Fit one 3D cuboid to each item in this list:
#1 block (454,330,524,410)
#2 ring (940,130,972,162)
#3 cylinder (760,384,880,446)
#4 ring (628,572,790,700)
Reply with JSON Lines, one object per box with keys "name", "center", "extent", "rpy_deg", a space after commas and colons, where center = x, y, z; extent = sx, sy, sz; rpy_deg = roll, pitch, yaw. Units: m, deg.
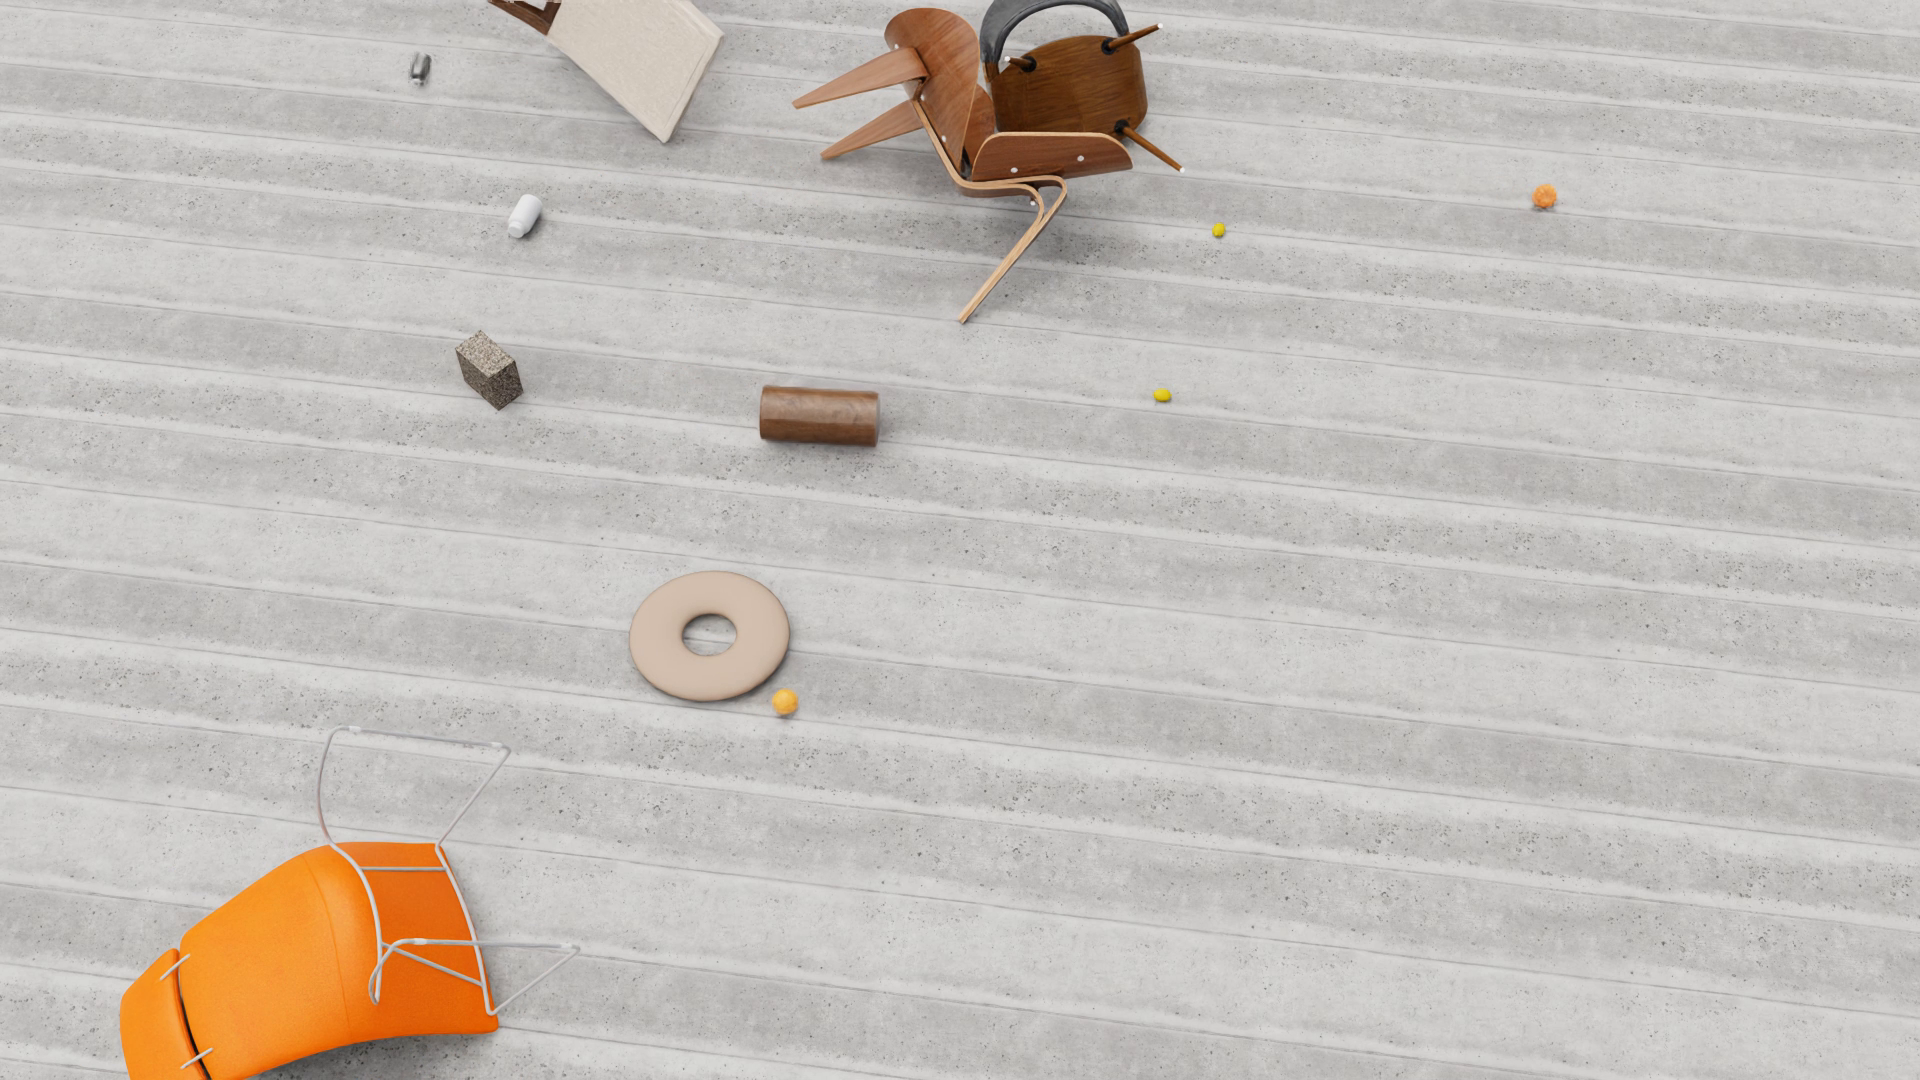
{"name": "block", "center": [-1.461, -0.526, 6.827], "extent": [0.168, 0.166, 0.101], "rpy_deg": [39, 64, 23]}
{"name": "ring", "center": [-0.014, -1.329, 7.403], "extent": [0.102, 0.111, 0.082], "rpy_deg": [23, 67, -37]}
{"name": "cylinder", "center": [-0.427, -0.381, 6.727], "extent": [0.352, 0.170, 0.167], "rpy_deg": [4, 81, 2]}
{"name": "ring", "center": [-0.724, 0.273, 6.352], "extent": [0.466, 0.066, 0.436], "rpy_deg": [1, 57, 1]}
